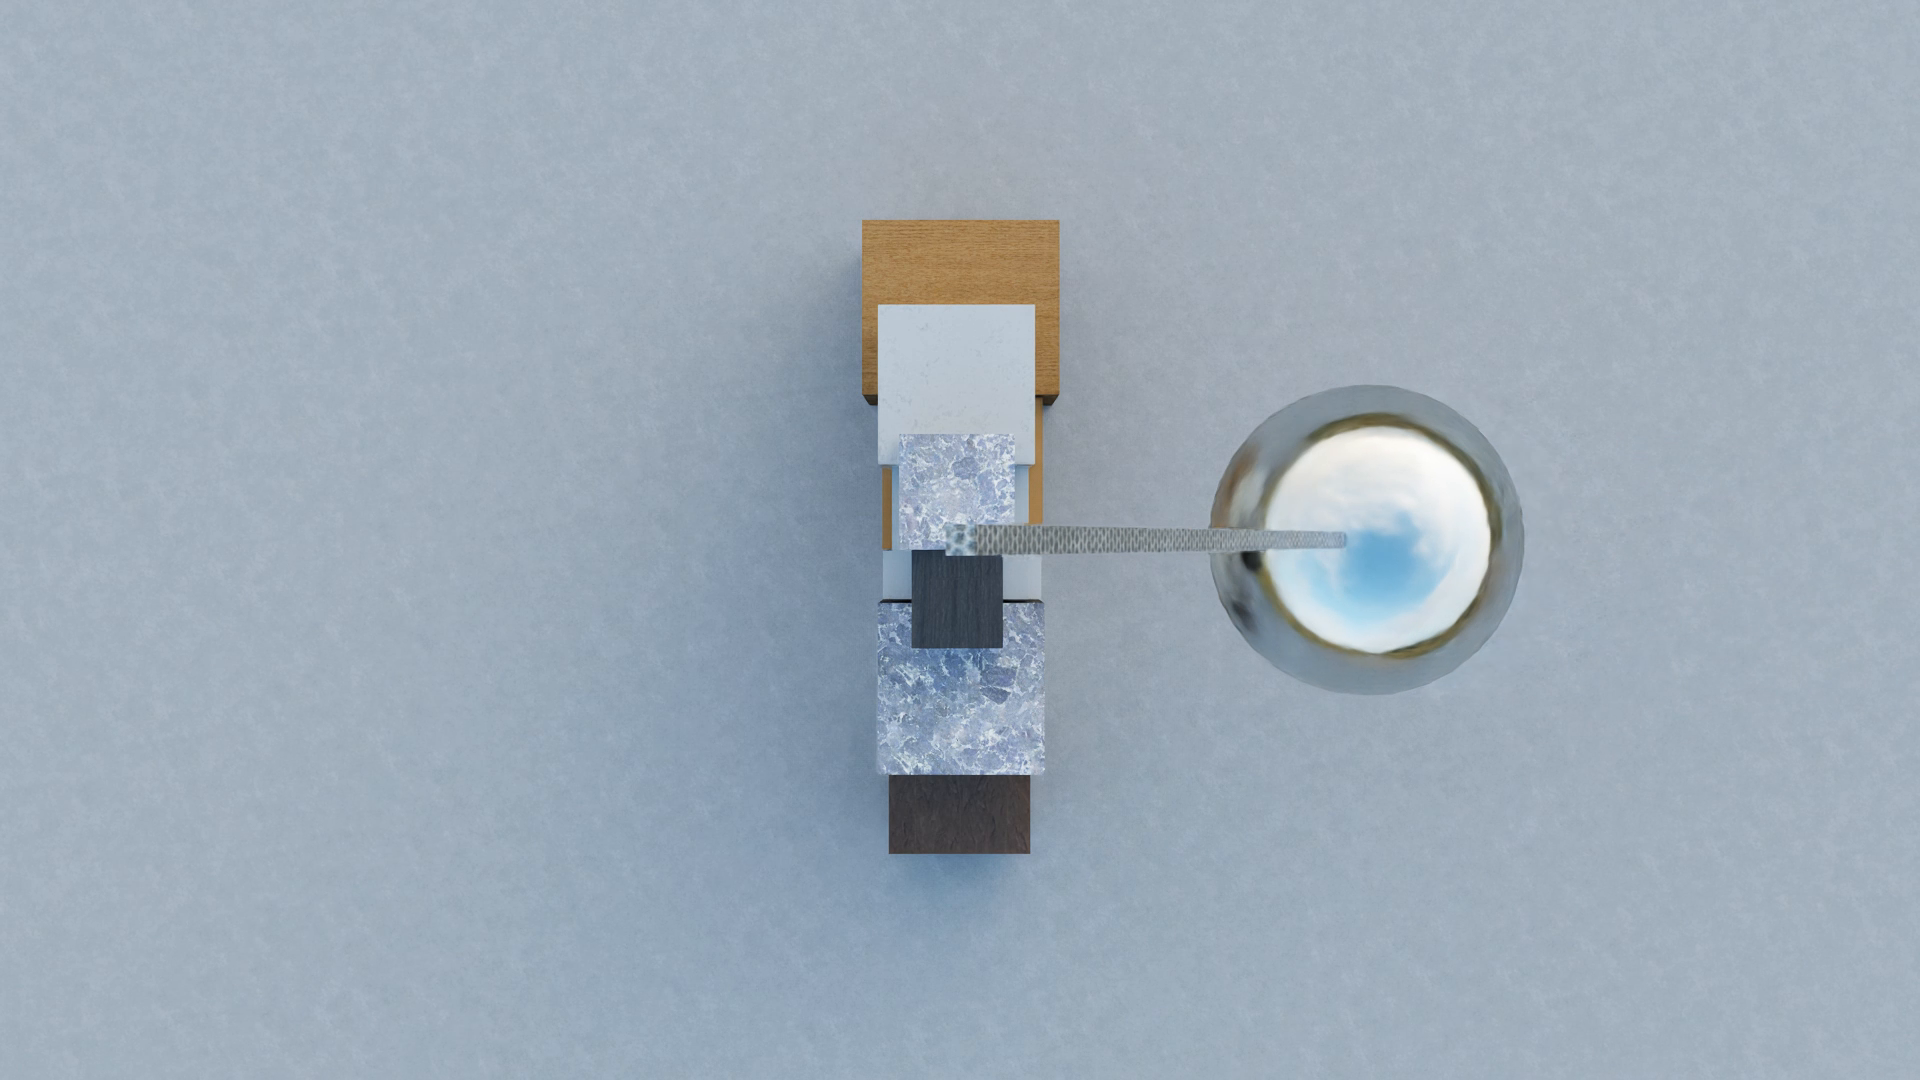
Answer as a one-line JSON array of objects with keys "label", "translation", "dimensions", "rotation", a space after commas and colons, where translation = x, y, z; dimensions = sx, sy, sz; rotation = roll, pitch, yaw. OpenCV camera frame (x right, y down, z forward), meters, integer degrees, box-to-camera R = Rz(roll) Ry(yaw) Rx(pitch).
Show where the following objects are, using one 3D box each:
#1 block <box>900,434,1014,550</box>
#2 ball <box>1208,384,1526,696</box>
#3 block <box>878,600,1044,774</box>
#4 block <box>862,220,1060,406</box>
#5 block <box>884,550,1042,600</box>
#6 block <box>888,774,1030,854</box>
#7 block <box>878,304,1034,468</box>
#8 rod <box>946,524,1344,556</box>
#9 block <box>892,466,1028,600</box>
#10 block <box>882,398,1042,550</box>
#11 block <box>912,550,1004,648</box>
[{"label": "block", "translation": [-0.015, -0.241, 10.987], "dimensions": [0.564, 0.478, 0.564], "rotation": [0, 91, 0]}, {"label": "ball", "translation": [2.074, 0.000, 11.276], "dimensions": [1.600, 1.600, 1.600], "rotation": [0, 90, 0]}, {"label": "block", "translation": [0.006, 0.763, 11.649], "dimensions": [0.855, 0.757, 0.879], "rotation": [0, 90, 0]}, {"label": "block", "translation": [0.004, -1.273, 12.510], "dimensions": [1.079, 0.981, 0.954], "rotation": [0, 90, 0]}, {"label": "block", "translation": [0.012, 0.525, 12.514], "dimensions": [0.864, 0.973, 0.930], "rotation": [0, 90, 0]}, {"label": "block", "translation": [-0.002, 1.375, 12.629], "dimensions": [0.789, 0.741, 0.750], "rotation": [0, 90, 0]}, {"label": "block", "translation": [-0.018, -0.795, 11.620], "dimensions": [0.801, 0.798, 0.813], "rotation": [0, 90, 0]}, {"label": "rod", "translation": [0.899, 0.000, 8.086], "dimensions": [0.080, 5.200, 0.080], "rotation": [0, 90, 20]}, {"label": "block", "translation": [0.002, -0.037, 11.692], "dimensions": [0.706, 0.672, 0.693], "rotation": [0, 89, 0]}, {"label": "block", "translation": [0.014, -0.368, 12.560], "dimensions": [0.884, 0.879, 0.836], "rotation": [0, 90, 0]}, {"label": "block", "translation": [-0.013, 0.289, 11.032], "dimensions": [0.449, 0.477, 0.487], "rotation": [0, 90, 0]}]
